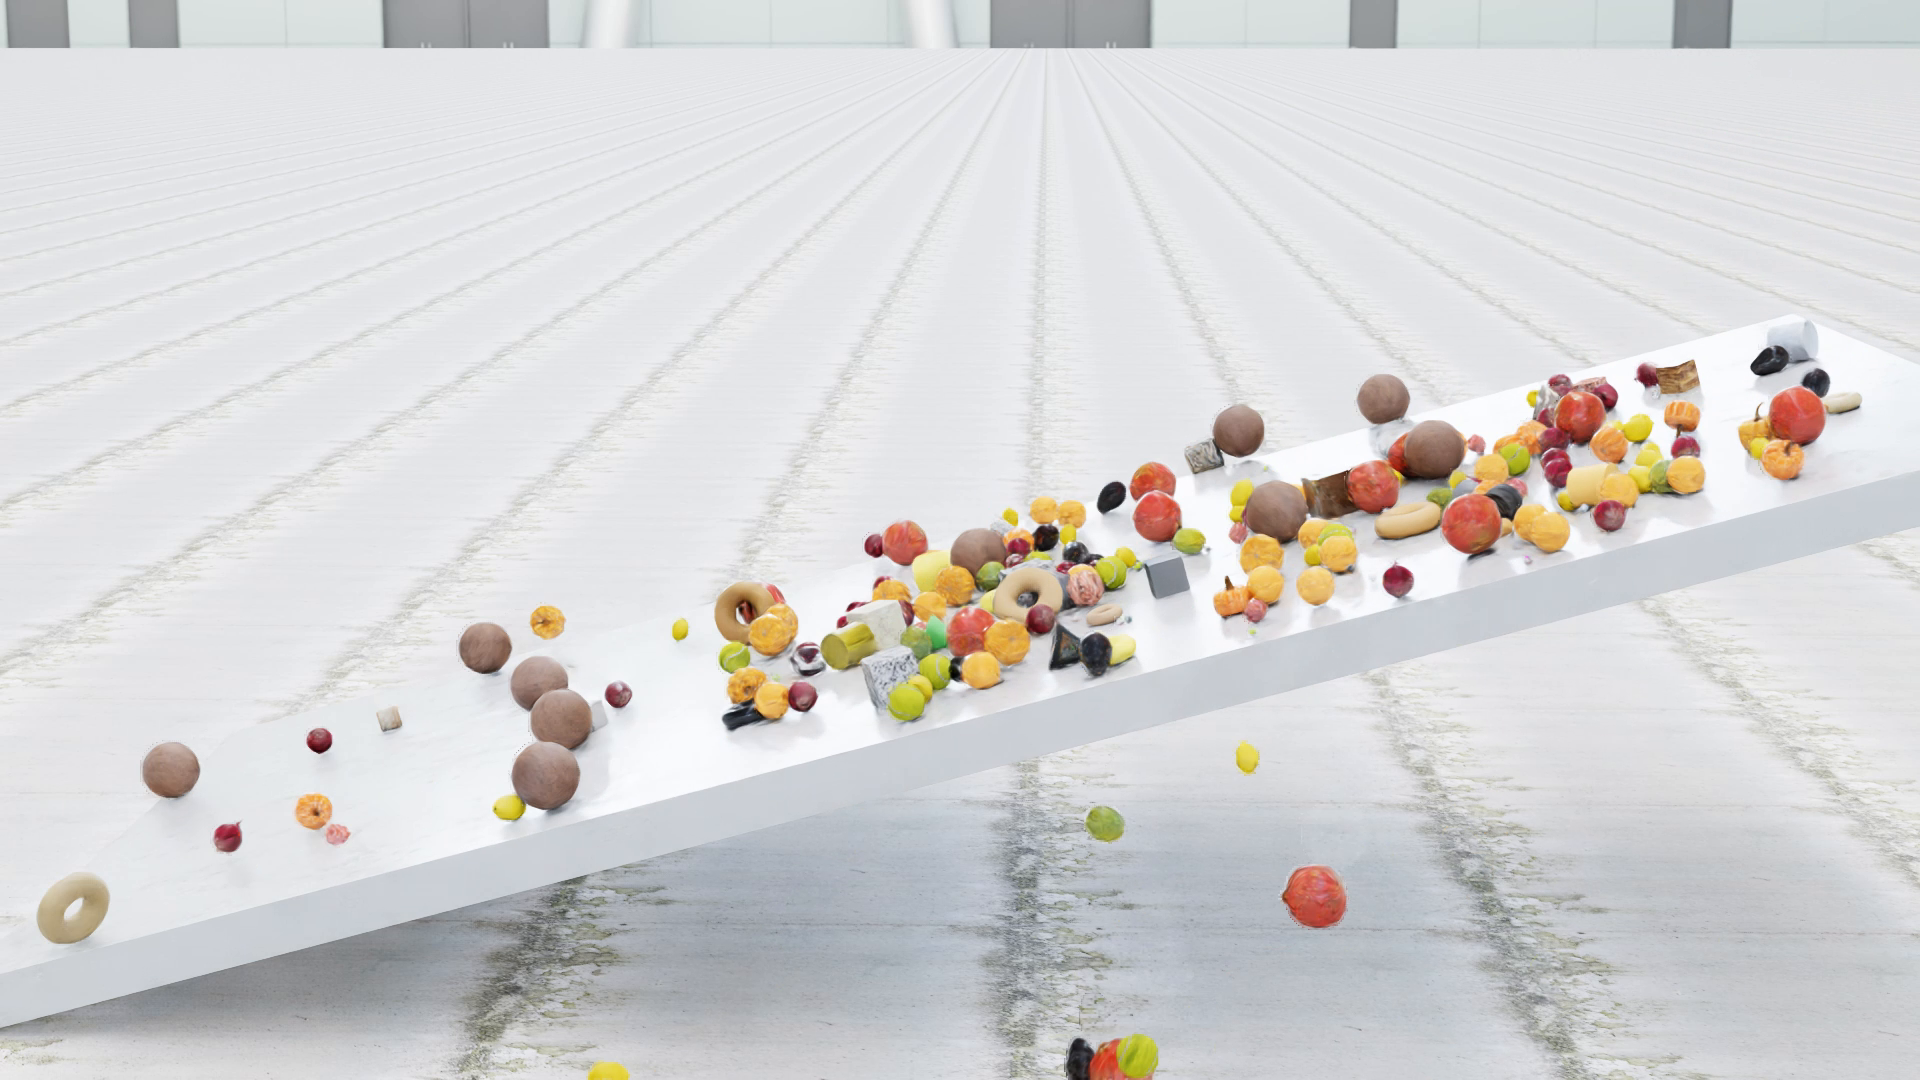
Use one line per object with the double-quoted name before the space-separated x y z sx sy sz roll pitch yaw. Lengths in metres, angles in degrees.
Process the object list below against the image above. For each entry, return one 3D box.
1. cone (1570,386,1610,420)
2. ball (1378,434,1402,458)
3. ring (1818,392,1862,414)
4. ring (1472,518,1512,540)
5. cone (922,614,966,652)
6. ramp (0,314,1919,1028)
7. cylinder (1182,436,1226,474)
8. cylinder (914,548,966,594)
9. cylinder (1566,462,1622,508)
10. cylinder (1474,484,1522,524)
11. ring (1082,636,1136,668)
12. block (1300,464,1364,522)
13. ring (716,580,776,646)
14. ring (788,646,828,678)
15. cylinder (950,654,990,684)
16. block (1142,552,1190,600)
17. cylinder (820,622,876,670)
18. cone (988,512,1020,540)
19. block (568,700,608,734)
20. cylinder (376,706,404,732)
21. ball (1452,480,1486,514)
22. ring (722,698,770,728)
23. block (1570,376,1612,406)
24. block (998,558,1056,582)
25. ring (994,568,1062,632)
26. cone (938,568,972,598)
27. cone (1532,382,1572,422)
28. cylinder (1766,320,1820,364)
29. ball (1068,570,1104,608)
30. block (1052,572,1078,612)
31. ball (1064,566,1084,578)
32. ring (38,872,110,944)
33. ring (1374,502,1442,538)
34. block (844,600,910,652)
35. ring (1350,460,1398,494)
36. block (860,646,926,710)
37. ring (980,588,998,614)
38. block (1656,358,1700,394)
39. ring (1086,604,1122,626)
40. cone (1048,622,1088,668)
"cone" 1.413 -0.296 6.570 0.079 0.079 0.079 12 11 1
"ball" 0.986 -0.217 6.741 0.056 0.056 0.056 0 10 0
"ring" 1.762 -0.275 5.890 0.090 0.030 0.090 -15 8 2
"ring" 1.019 -0.020 5.631 0.081 0.027 0.081 -15 11 3
"cone" -0.026 0.201 6.022 0.081 0.081 0.081 13 12 9
"ramp" 0.083 0.190 6.327 4.000 0.100 2.000 -15 9 4
"cylinder" 0.605 -0.206 7.287 0.077 0.077 0.077 -30 -2 23
"cylinder" -0.047 0.071 6.649 0.090 0.090 0.090 -12 6 20
"cylinder" 1.217 -0.104 5.638 0.078 0.078 0.078 -8 3 38
"cylinder" 1.043 -0.063 5.697 0.073 0.073 0.073 6 19 28
"ring" 0.277 0.208 5.481 0.109 0.036 0.109 -19 10 3
"block" 0.793 -0.101 6.272 0.091 0.091 0.091 -18 10 -11
"ring" -0.484 0.166 6.648 0.149 0.149 0.050 3 -3 17
"ring" -0.314 0.253 6.130 0.088 0.029 0.088 -2 35 2
"cylinder" 0.018 0.247 5.623 0.055 0.055 0.055 -9 3 -40
"block" 0.418 0.071 5.948 0.071 0.071 0.071 -16 9 -3
"cylinder" -0.232 0.220 6.109 0.081 0.081 0.081 9 20 41
"cone" 0.113 -0.026 7.132 0.072 0.072 0.072 12 11 5
"block" -0.784 0.373 6.207 0.054 0.054 0.054 -11 10 27
"cylinder" -1.327 0.416 6.855 0.051 0.051 0.051 -16 11 -2
"ball" 1.018 -0.085 5.885 0.068 0.068 0.068 0 10 0
"ring" -0.427 0.344 5.855 0.101 0.034 0.101 -19 9 3
"block" 1.429 -0.331 6.662 0.062 0.062 0.062 -8 12 38
"block" 0.149 0.099 6.154 0.093 0.093 0.093 -19 10 -20
"ring" 0.138 0.122 5.993 0.146 0.146 0.049 4 -31 21
"cone" -0.004 0.102 6.578 0.071 0.071 0.071 10 8 -13
"cone" 1.357 -0.303 6.680 0.092 0.092 0.092 15 14 15
"cylinder" 1.850 -0.439 6.533 0.085 0.085 0.085 -8 3 39
"ball" 0.257 0.100 6.029 0.075 0.075 0.075 0 10 0
"block" 0.193 0.112 6.083 0.068 0.068 0.068 -18 10 -16
"ball" 0.244 0.082 6.223 0.053 0.053 0.053 0 10 0
"ring" -1.666 0.692 5.527 0.049 0.148 0.148 29 25 33
"ring" 0.897 -0.039 5.885 0.138 0.046 0.138 -15 11 3
"block" -0.175 0.182 6.225 0.086 0.086 0.086 -21 11 -30
"ring" 0.890 -0.137 6.456 0.149 0.050 0.149 -16 8 2
"block" -0.129 0.265 5.652 0.090 0.090 0.090 -18 10 -13
"ring" 0.102 0.124 6.252 0.121 0.040 0.121 -16 8 2
"block" 1.605 -0.366 6.577 0.062 0.062 0.062 -22 11 -33
"ring" 0.287 0.149 5.844 0.077 0.026 0.077 -17 13 4
"cone" 0.221 0.208 5.562 0.092 0.092 0.092 11 10 -2
